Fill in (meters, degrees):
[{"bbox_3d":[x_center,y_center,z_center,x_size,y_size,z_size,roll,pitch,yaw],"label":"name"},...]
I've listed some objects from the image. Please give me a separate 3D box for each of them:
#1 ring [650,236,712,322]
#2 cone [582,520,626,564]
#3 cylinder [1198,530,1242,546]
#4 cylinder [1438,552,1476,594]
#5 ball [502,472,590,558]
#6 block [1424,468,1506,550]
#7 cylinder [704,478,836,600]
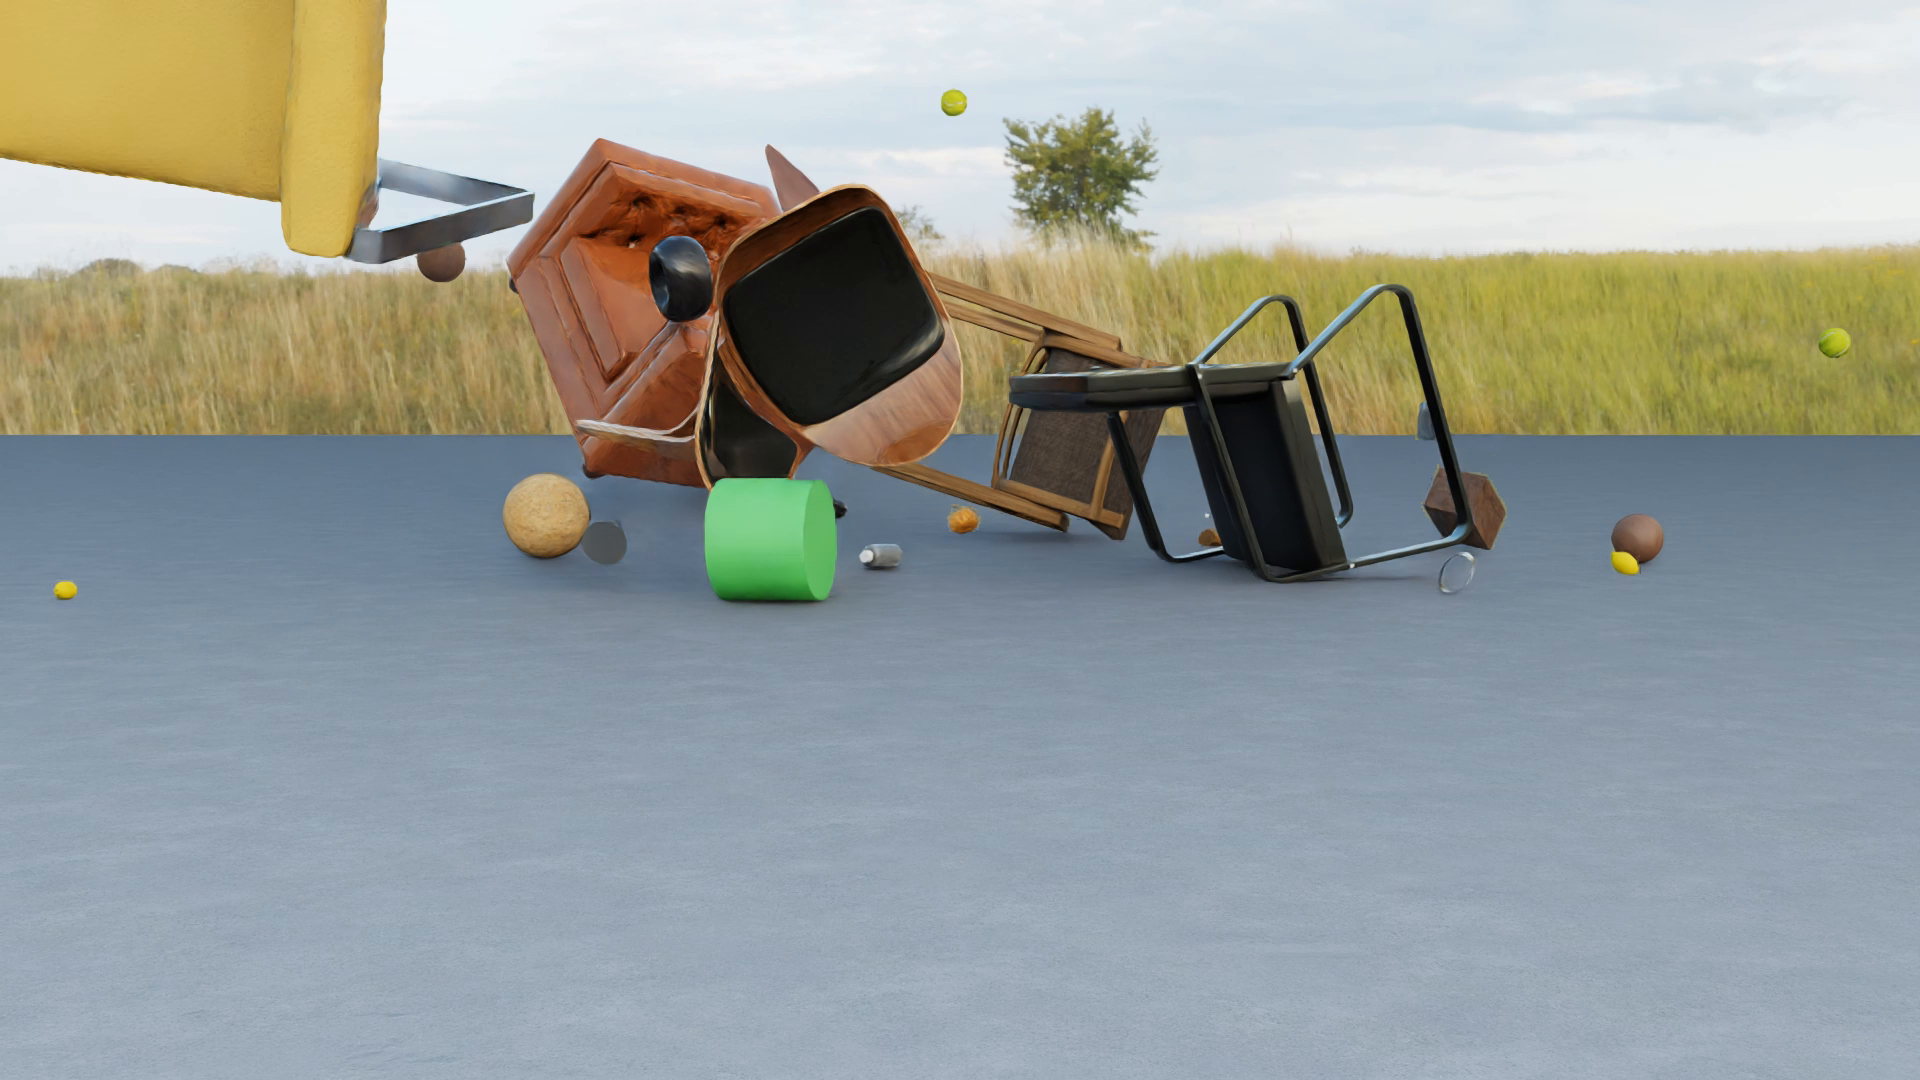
[{"bbox_3d":[-0.990,-0.925,7.803,0.169,0.311,0.265,-13,17,-25],"label":"ring"},{"bbox_3d":[-0.899,-0.023,5.674,0.116,0.119,0.177,10,21,0],"label":"cone"},{"bbox_3d":[0.743,-0.006,6.290,0.093,0.043,0.082,-2,-12,-28],"label":"cylinder"},{"bbox_3d":[1.096,0.073,4.851,0.062,0.093,0.071,32,14,16],"label":"cylinder"},{"bbox_3d":[-1.095,-0.065,5.825,0.228,0.228,0.228,0,4,0],"label":"ball"},{"bbox_3d":[1.395,-0.086,6.073,0.138,0.124,0.206,15,-19,36],"label":"block"},{"bbox_3d":[-0.398,-0.001,4.660,0.211,0.255,0.290,1,-14,11],"label":"cylinder"}]
